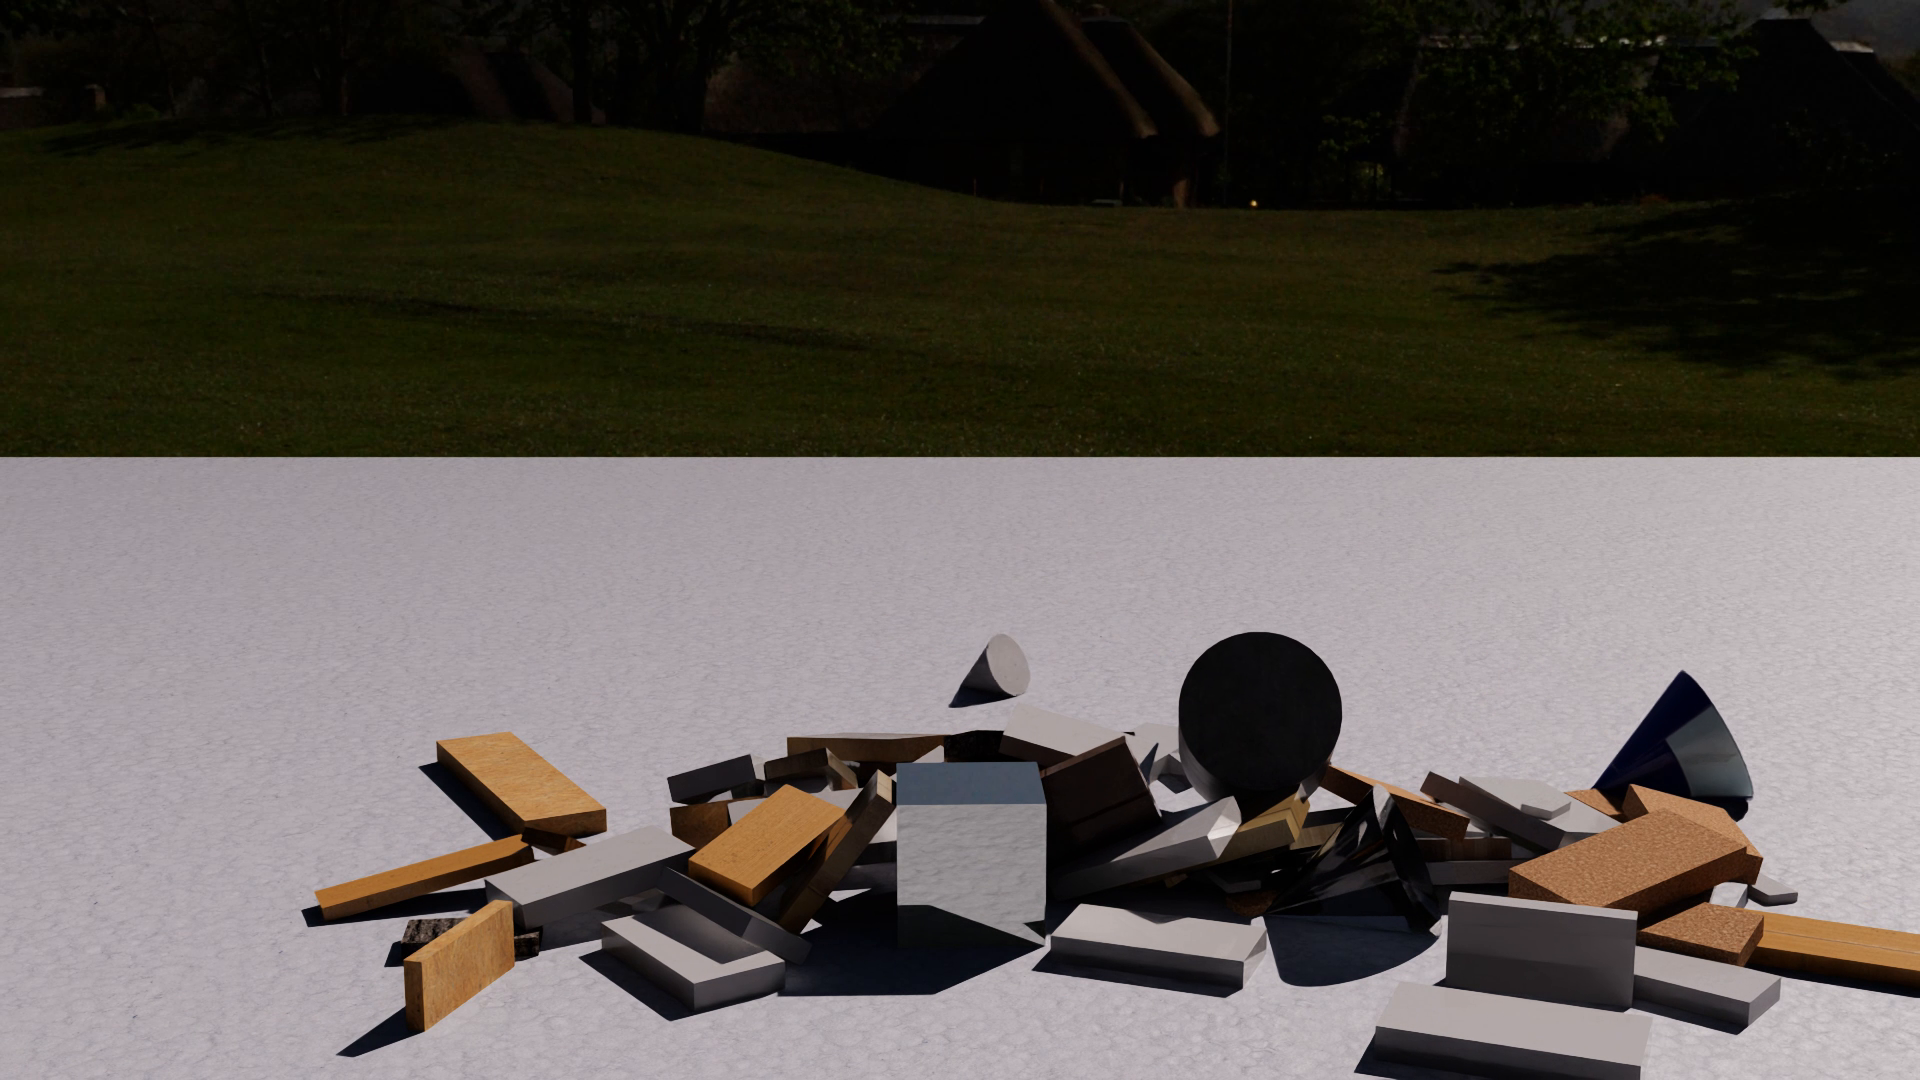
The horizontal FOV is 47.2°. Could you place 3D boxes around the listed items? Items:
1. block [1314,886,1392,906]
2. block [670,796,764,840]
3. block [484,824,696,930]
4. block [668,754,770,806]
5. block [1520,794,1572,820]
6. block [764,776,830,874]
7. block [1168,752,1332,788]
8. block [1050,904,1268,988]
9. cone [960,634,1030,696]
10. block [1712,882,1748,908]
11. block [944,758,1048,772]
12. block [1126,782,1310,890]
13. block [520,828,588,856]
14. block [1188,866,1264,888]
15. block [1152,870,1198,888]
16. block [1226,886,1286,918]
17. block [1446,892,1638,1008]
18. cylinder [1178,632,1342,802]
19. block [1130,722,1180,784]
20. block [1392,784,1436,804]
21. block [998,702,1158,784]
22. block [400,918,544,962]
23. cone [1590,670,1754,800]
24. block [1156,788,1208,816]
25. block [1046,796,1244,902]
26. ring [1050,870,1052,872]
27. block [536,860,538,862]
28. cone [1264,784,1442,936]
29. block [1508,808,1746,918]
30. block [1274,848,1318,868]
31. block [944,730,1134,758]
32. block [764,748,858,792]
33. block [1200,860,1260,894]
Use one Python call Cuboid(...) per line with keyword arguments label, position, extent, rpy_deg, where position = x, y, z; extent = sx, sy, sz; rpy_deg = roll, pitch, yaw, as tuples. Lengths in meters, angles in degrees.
Cuboid(label="block", position=(0.650, 0.588, 3.634), extent=(0.117, 0.017, 0.058), rpy_deg=(0, 11, -1))
Cuboid(label="block", position=(-0.358, 0.505, 3.823), extent=(0.281, 0.040, 0.140), rpy_deg=(-7, 31, -8))
Cuboid(label="block", position=(-0.595, 0.542, 3.553), extent=(0.304, 0.043, 0.152), rpy_deg=(-15, 17, -32))
Cuboid(label="block", position=(-0.401, 0.432, 3.902), extent=(0.152, 0.043, 0.303), rpy_deg=(-16, -12, 6))
Cuboid(label="block", position=(1.040, 0.474, 3.902), extent=(0.056, 0.016, 0.112), rpy_deg=(12, 10, 31))
Cuboid(label="block", position=(-0.261, 0.486, 3.770), extent=(0.109, 0.031, 0.218), rpy_deg=(-6, 31, -15))
Cuboid(label="block", position=(0.569, 0.448, 4.325), extent=(0.284, 0.040, 0.142), rpy_deg=(-3, 11, -15))
Cuboid(label="block", position=(0.306, 0.622, 3.380), extent=(0.301, 0.043, 0.151), rpy_deg=(4, 11, 21))
Cuboid(label="cone", position=(0.056, 0.307, 5.010), extent=(0.147, 0.147, 0.147), rpy_deg=(-25, -6, 35))
Cuboid(label="block", position=(1.152, 0.582, 3.615), extent=(0.250, 0.035, 0.125), rpy_deg=(6, 12, 28))
Cuboid(label="block", position=(0.123, 0.416, 3.817), extent=(0.284, 0.040, 0.142), rpy_deg=(0, 11, -8))
Cuboid(label="block", position=(0.426, 0.495, 3.674), extent=(0.301, 0.043, 0.151), rpy_deg=(-20, 9, 23))
Cuboid(label="block", position=(-0.654, 0.525, 3.707), extent=(0.088, 0.025, 0.175), rpy_deg=(8, -18, 26))
Cuboid(label="block", position=(0.436, 0.565, 3.748), extent=(0.148, 0.021, 0.074), rpy_deg=(10, 14, 42))
Cuboid(label="block", position=(0.390, 0.539, 3.710), extent=(0.148, 0.021, 0.074), rpy_deg=(-27, 9, -19))
Cuboid(label="block", position=(0.502, 0.593, 3.606), extent=(0.117, 0.017, 0.058), rpy_deg=(-5, 12, -24))
Cuboid(label="block", position=(0.855, 0.602, 3.240), extent=(0.266, 0.133, 0.038), rpy_deg=(4, 11, 18))
Cuboid(label="cylinder", position=(0.523, 0.329, 3.867), extent=(0.277, 0.277, 0.277), rpy_deg=(1, -17, 6))
Cuboid(label="block", position=(0.378, 0.428, 4.433), extent=(0.140, 0.040, 0.281), rpy_deg=(6, 12, 29))
Cuboid(label="block", position=(0.867, 0.489, 4.154), extent=(0.149, 0.021, 0.075), rpy_deg=(5, 12, 27))
Cuboid(label="block", position=(0.206, 0.359, 3.800), extent=(0.257, 0.036, 0.129), rpy_deg=(16, 24, 7))
Cuboid(label="block", position=(-0.759, 0.620, 3.429), extent=(0.207, 0.029, 0.104), rpy_deg=(-1, 11, -7))
Cuboid(label="cone", position=(1.314, 0.431, 4.191), extent=(0.272, 0.272, 0.272), rpy_deg=(-26, 10, 4))
Cuboid(label="block", position=(0.486, 0.494, 4.078), extent=(0.142, 0.040, 0.284), rpy_deg=(9, 14, 39))
Cuboid(label="block", position=(0.304, 0.509, 3.618), extent=(0.301, 0.043, 0.151), rpy_deg=(-20, 9, 28))
Cuboid(label="ring", position=(0.081, 0.487, 3.883), extent=(0.384, 0.128, 0.384), rpy_deg=(1, 12, 0))
Cuboid(label="block", position=(-0.671, 0.555, 3.703), extent=(0.130, 0.018, 0.065), rpy_deg=(-1, -22, 11))
Cuboid(label="cone", position=(0.600, 0.557, 3.530), extent=(0.256, 0.256, 0.256), rpy_deg=(-25, 3, 18))
Cuboid(label="block", position=(1.055, 0.523, 3.473), extent=(0.342, 0.048, 0.171), rpy_deg=(-15, 22, -28))
Cuboid(label="block", position=(0.606, 0.525, 3.670), extent=(0.148, 0.021, 0.074), rpy_deg=(-4, -7, -35))
Cuboid(label="block", position=(0.142, 0.370, 3.942), extent=(0.307, 0.043, 0.153), rpy_deg=(3, -10, -22))
Cuboid(label="block", position=(-0.262, 0.422, 3.919), extent=(0.111, 0.031, 0.222), rpy_deg=(-14, -20, 7))
Cuboid(label="block", position=(0.451, 0.559, 3.675), extent=(0.059, 0.017, 0.117), rpy_deg=(-5, 13, -17))
